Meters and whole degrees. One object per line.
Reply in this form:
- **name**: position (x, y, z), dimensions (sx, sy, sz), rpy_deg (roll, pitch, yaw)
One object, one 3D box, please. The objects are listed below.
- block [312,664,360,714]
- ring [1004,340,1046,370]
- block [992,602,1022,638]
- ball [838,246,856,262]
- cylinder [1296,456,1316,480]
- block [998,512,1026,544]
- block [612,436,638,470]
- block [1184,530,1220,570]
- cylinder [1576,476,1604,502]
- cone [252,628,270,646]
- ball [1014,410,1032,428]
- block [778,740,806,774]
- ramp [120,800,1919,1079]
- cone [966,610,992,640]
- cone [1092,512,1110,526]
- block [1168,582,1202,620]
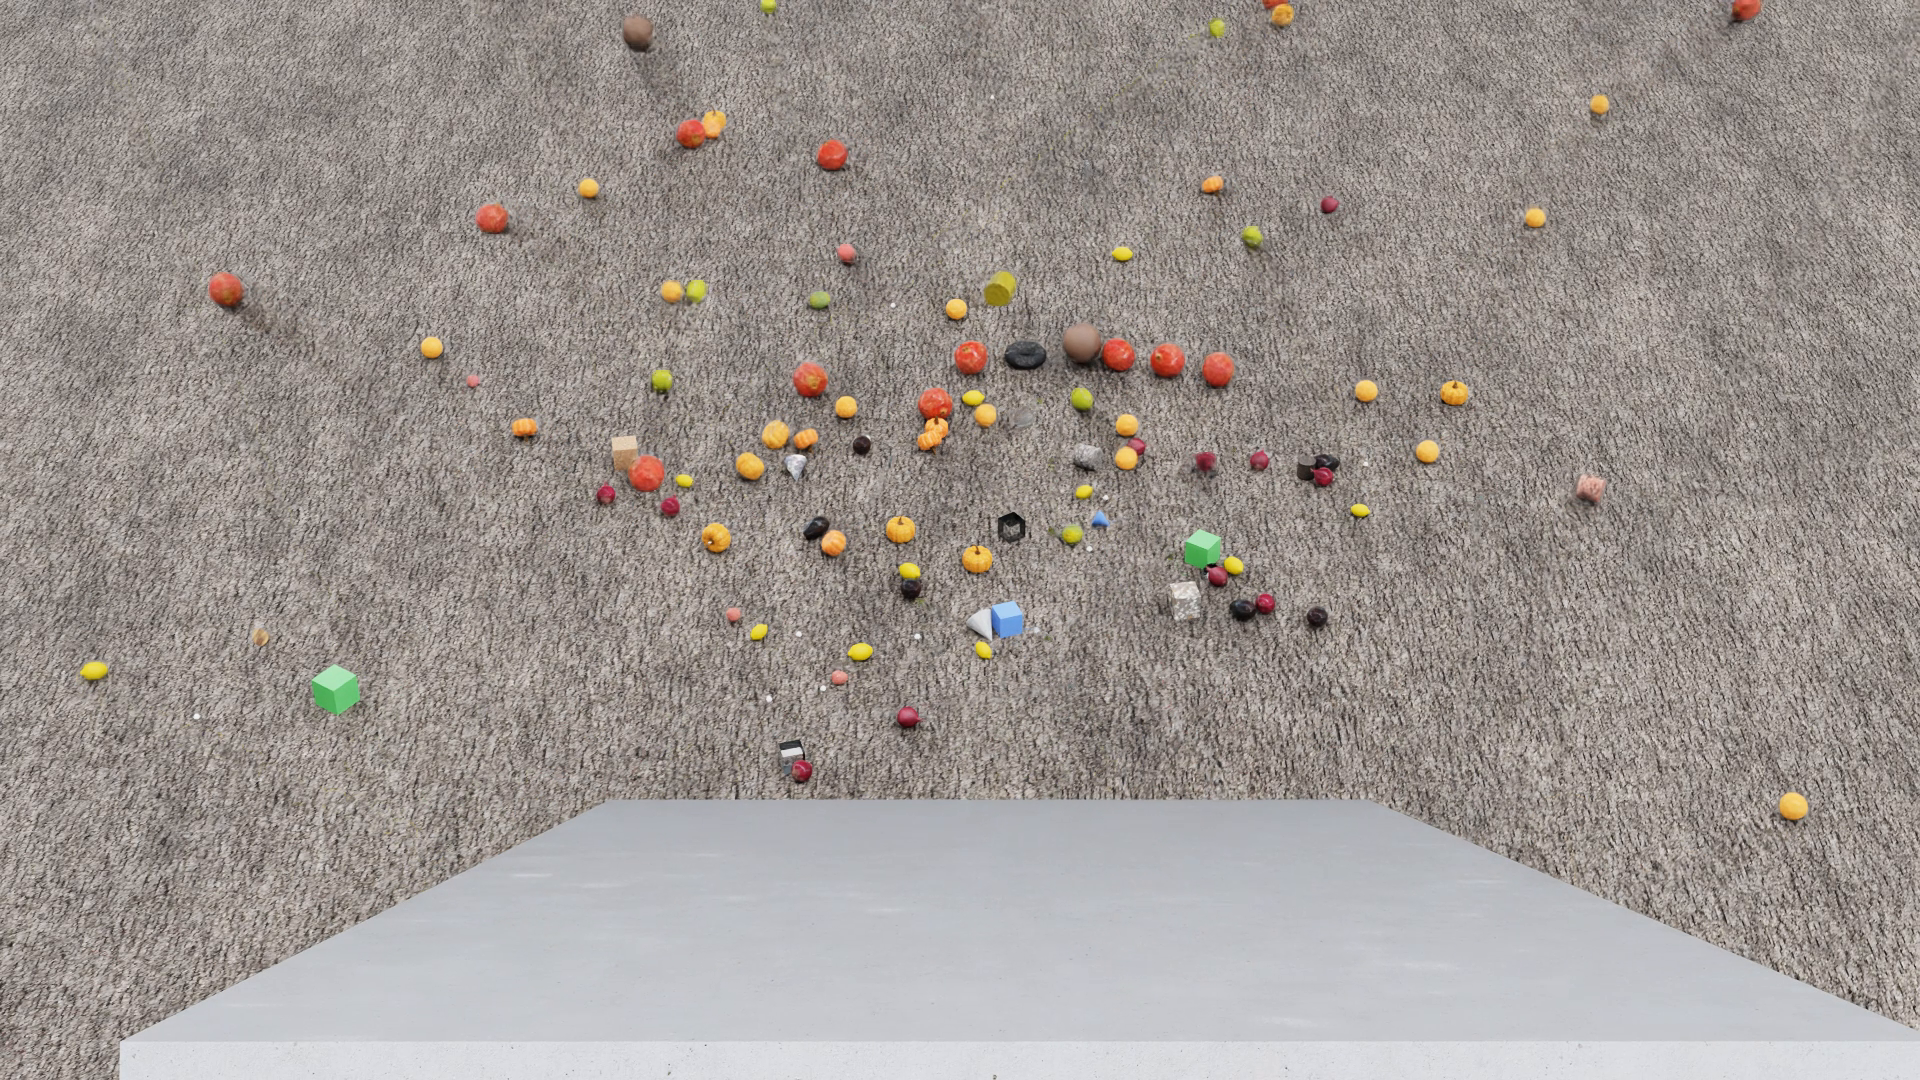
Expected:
- **block**: position (-1.750, 0.420, 7.285), dimensions (0.087, 0.087, 0.087), rpy_deg (22, 41, 28)
- **ring**: position (0.222, -0.627, 8.797), dimensions (0.143, 0.048, 0.143), rpy_deg (0, 37, 0)
- **block**: position (0.137, 0.231, 7.566), dimensions (0.069, 0.069, 0.069), rpy_deg (-12, 37, -17)
- **ball**: position (-0.407, -1.028, 9.351), dimensions (0.060, 0.060, 0.060), rpy_deg (0, 35, 0)
- **cylinder**: position (1.097, -0.228, 8.225), dimensions (0.057, 0.057, 0.057), rpy_deg (0, 35, 0)
- **block**: position (0.158, -0.039, 7.955), dimensions (0.060, 0.060, 0.060), rpy_deg (-22, 41, -28)
- **block**: position (-1.067, -0.277, 8.278), dimensions (0.076, 0.076, 0.076), rpy_deg (-6, 36, -8)
- **block**: position (0.733, 0.030, 7.845), dimensions (0.077, 0.077, 0.077), rpy_deg (22, 41, 28)
- **cylinder**: position (1.968, -0.159, 8.116), dimensions (0.070, 0.070, 0.070), rpy_deg (16, 38, 21)
- **cone**: position (-2.015, 0.278, 7.540), dimensions (0.052, 0.052, 0.052), rpy_deg (13, 11, 18)
- **ball**: position (0.204, -0.397, 8.462), dimensions (0.059, 0.059, 0.059), rpy_deg (0, 35, 0)
- **block**: position (-0.457, 0.590, 7.068), dimensions (0.061, 0.061, 0.061), rpy_deg (-9, 36, -13)
- **ramp**: position (0.078, 0.667, 4.848), dimensions (2.000, 0.100, 4.000), rpy_deg (0, -2, 0)
- **cone**: position (0.073, 0.260, 7.552), dimensions (0.085, 0.085, 0.085), rpy_deg (-19, 66, -25)
- **cone**: position (0.441, -0.055, 8.009), dimensions (0.054, 0.054, 0.054), rpy_deg (32, 39, -2)
- **block**: position (0.660, 0.178, 7.635), dimensions (0.076, 0.076, 0.076), rpy_deg (-6, 36, -8)
